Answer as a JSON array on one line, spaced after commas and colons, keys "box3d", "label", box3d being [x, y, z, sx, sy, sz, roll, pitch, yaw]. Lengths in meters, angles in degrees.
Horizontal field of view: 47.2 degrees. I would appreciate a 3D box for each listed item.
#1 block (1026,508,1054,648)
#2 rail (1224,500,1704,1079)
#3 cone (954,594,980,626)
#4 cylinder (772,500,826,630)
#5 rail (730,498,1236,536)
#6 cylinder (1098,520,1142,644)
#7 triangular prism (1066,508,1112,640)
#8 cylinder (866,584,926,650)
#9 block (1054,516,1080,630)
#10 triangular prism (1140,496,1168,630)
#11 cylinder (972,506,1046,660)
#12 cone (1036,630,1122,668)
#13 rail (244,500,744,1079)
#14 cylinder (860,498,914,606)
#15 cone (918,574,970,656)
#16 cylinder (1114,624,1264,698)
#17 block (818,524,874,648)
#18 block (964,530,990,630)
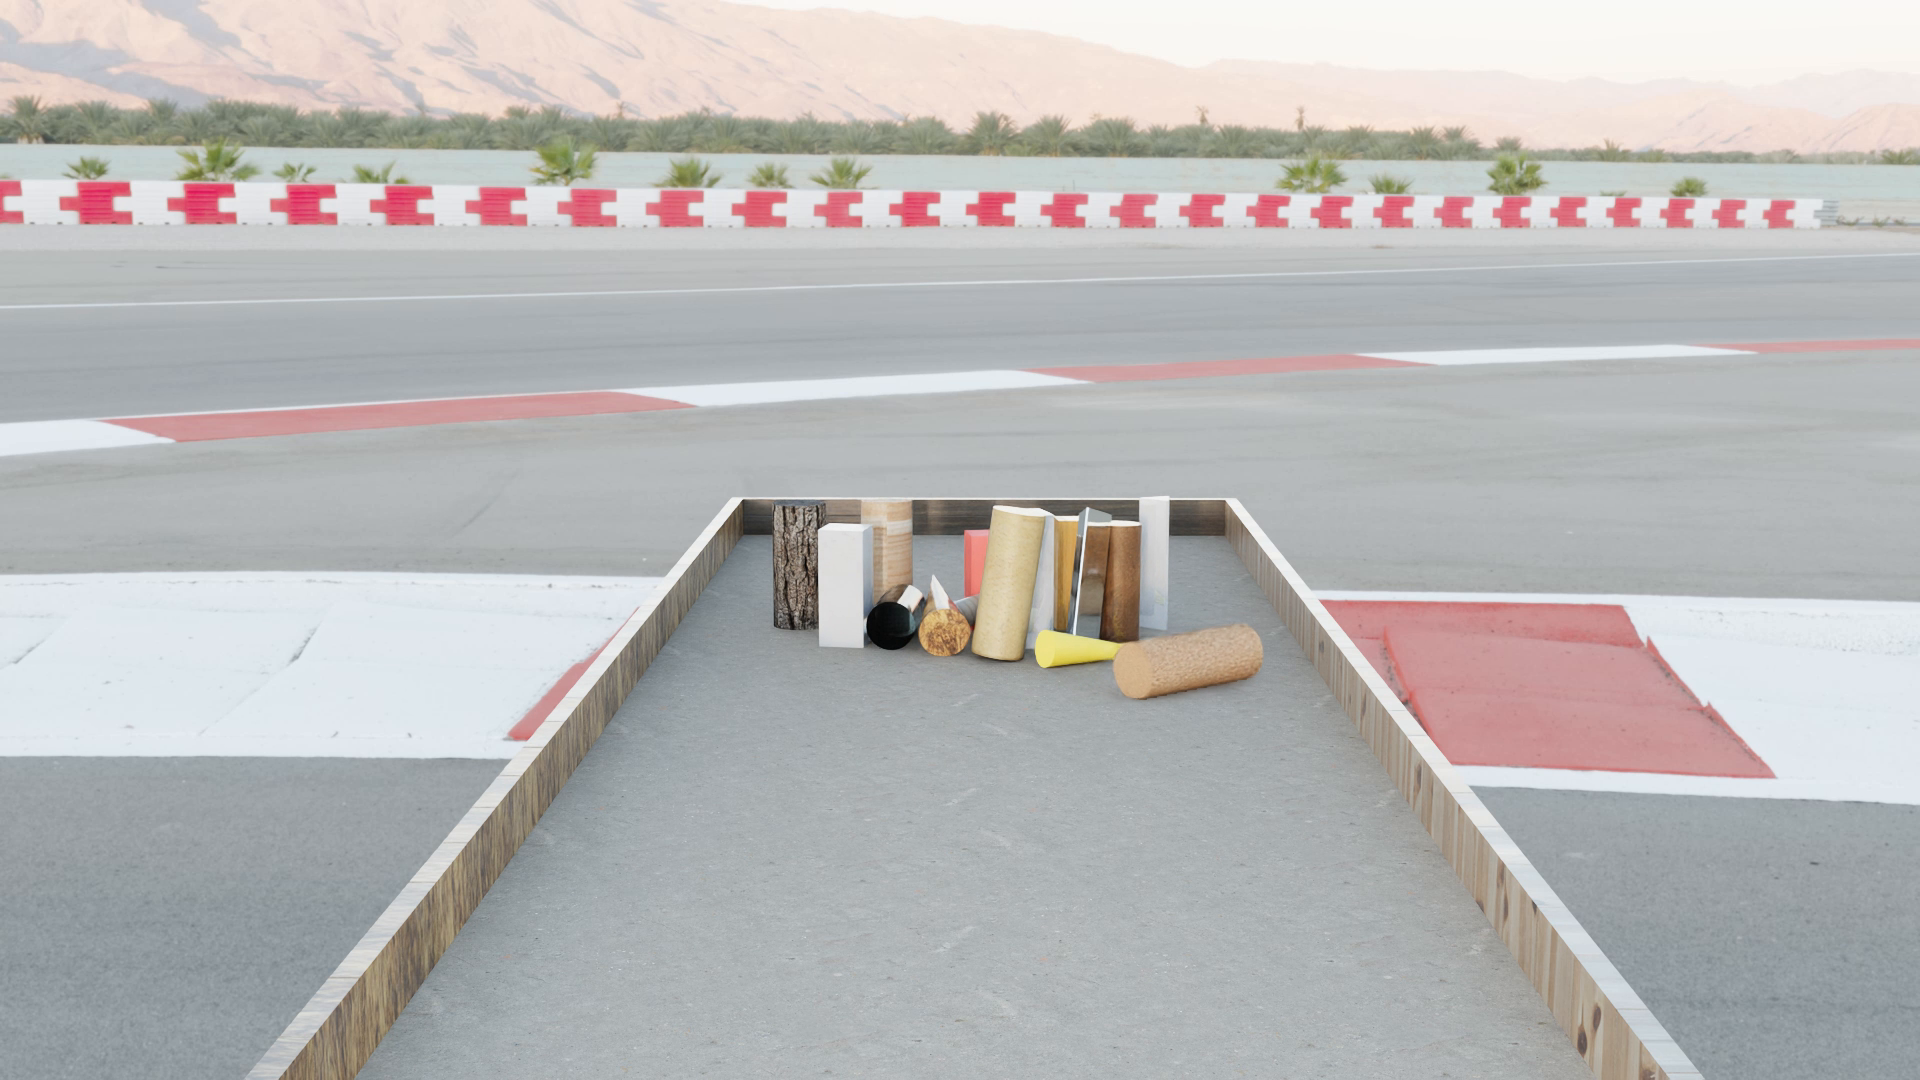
[{"box3d": [0.199, 0.121, 6.906, 0.150, 0.420, 0.150, -3, 9, -16], "label": "block"}, {"box3d": [1.046, 0.843, 3.208, 0.050, 0.150, 12.000, 0, 9, 1], "label": "rail"}, {"box3d": [0.130, 0.181, 7.104, 0.440, 0.114, 0.114, -25, 21, -29], "label": "cone"}, {"box3d": [-0.526, 0.079, 7.210, 0.175, 0.407, 0.175, 0, 9, 0], "label": "cylinder"}, {"box3d": [0.099, -0.098, 9.147, 2.100, 0.150, 0.050, 0, 9, 1], "label": "rail"}, {"box3d": [0.499, 0.135, 6.935, 0.141, 0.378, 0.141, 1, 7, 0], "label": "cylinder"}, {"box3d": [0.379, 0.130, 6.811, 0.104, 0.443, 0.090, 16, -15, -38], "label": "triangular prism"}, {"box3d": [-0.200, 0.243, 6.985, 0.154, 0.154, 0.310, 1, 9, 6], "label": "cylinder"}, {"box3d": [0.361, 0.107, 7.182, 0.104, 0.359, 0.104, 0, 9, -8], "label": "block"}, {"box3d": [0.655, 0.072, 7.196, 0.108, 0.425, 0.094, 7, 11, 37], "label": "triangular prism"}, {"box3d": [0.148, 0.130, 6.699, 0.164, 0.446, 0.164, 9, 8, -1], "label": "cylinder"}, {"box3d": [0.450, 0.337, 6.704, 0.448, 0.113, 0.113, 3, 6, -29], "label": "cone"}, {"box3d": [-1.004, 0.839, 3.234, 0.050, 0.150, 12.000, 0, 9, 1], "label": "rail"}, {"box3d": [-0.239, 0.073, 7.217, 0.169, 0.407, 0.169, 0, 6, 0], "label": "cylinder"}, {"box3d": [-0.068, 0.197, 6.934, 0.158, 0.158, 0.454, -1, 23, -5], "label": "cone"}, {"box3d": [0.659, 0.345, 6.322, 0.444, 0.160, 0.160, -7, 12, -38], "label": "cylinder"}, {"box3d": [-0.359, 0.142, 6.930, 0.142, 0.370, 0.142, 2, 9, 11], "label": "block"}, {"box3d": [0.088, 0.130, 7.195, 0.126, 0.311, 0.126, -2, 9, -10], "label": "block"}]
